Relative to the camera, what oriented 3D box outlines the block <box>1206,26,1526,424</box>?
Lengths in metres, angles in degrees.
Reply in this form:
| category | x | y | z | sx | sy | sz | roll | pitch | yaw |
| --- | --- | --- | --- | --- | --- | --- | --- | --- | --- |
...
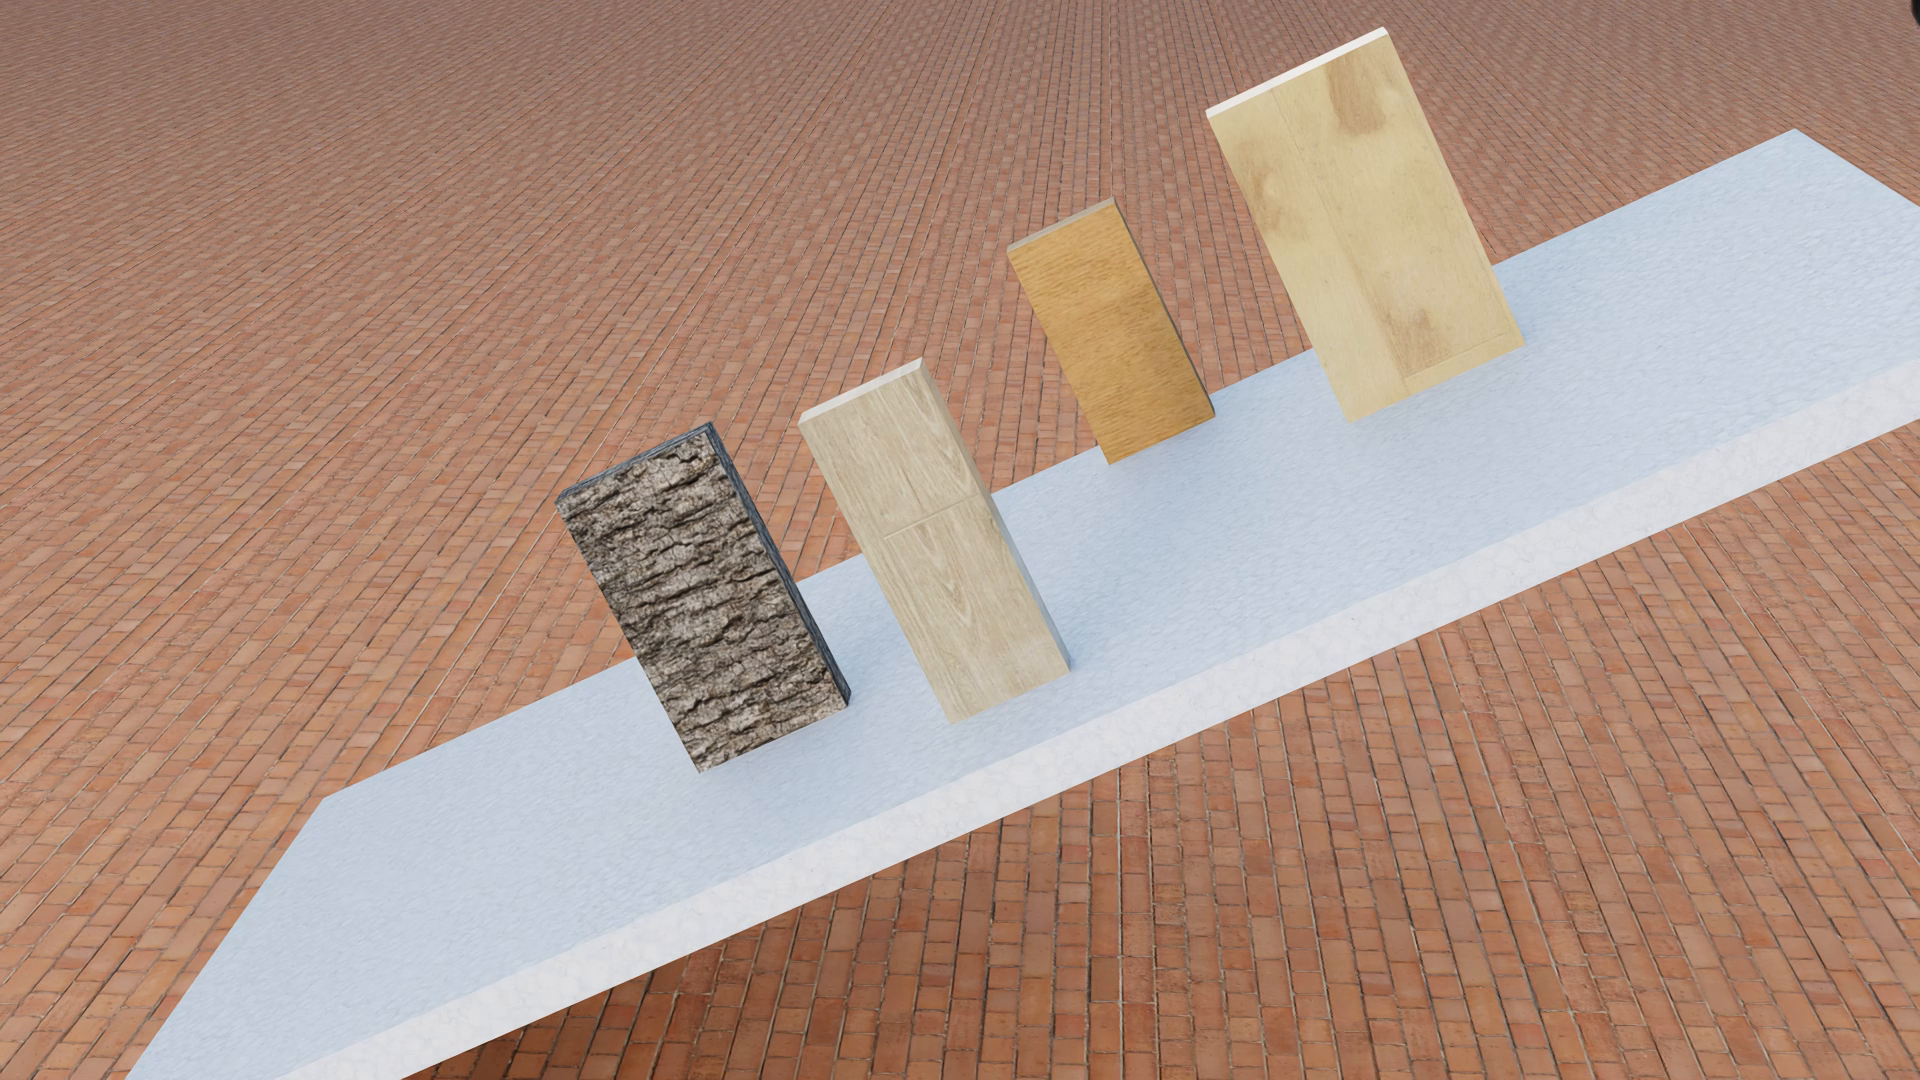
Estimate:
| category | x | y | z | sx | sy | sz | roll | pitch | yaw |
| --- | --- | --- | --- | --- | --- | --- | --- | --- | --- |
| block | 0.864 | -0.666 | 6.264 | 0.410 | 0.727 | 0.124 | -24 | 13 | 9 |

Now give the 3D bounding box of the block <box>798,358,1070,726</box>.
| category | x | y | z | sx | sy | sz | roll | pitch | yaw |
| --- | --- | --- | --- | --- | --- | --- | --- | --- | --- |
| block | -0.044 | 0.005 | 5.596 | 0.254 | 0.656 | 0.096 | -24 | 13 | 9 |

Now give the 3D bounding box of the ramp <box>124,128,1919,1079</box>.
| category | x | y | z | sx | sy | sz | roll | pitch | yaw |
| --- | --- | --- | --- | --- | --- | --- | --- | --- | --- |
| ramp | 0.137 | 0.168 | 6.282 | 4.000 | 0.100 | 2.000 | -24 | 13 | 9 |

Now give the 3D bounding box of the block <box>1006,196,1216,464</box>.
| category | x | y | z | sx | sy | sz | roll | pitch | yaw |
| --- | --- | --- | --- | --- | --- | --- | --- | --- | --- |
| block | 0.357 | -0.491 | 6.923 | 0.276 | 0.562 | 0.096 | -24 | 13 | 9 |

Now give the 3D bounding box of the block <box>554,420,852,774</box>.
| category | x | y | z | sx | sy | sz | roll | pitch | yaw |
| --- | --- | --- | --- | --- | --- | --- | --- | --- | --- |
| block | -0.528 | 0.122 | 6.091 | 0.347 | 0.648 | 0.103 | -24 | 13 | 9 |

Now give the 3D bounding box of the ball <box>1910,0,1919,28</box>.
| category | x | y | z | sx | sy | sz | roll | pitch | yaw |
| --- | --- | --- | --- | --- | --- | --- | --- | --- | --- |
| ball | 1.854 | -1.009 | 5.493 | 0.152 | 0.152 | 0.152 | 0 | 16 | 0 |
